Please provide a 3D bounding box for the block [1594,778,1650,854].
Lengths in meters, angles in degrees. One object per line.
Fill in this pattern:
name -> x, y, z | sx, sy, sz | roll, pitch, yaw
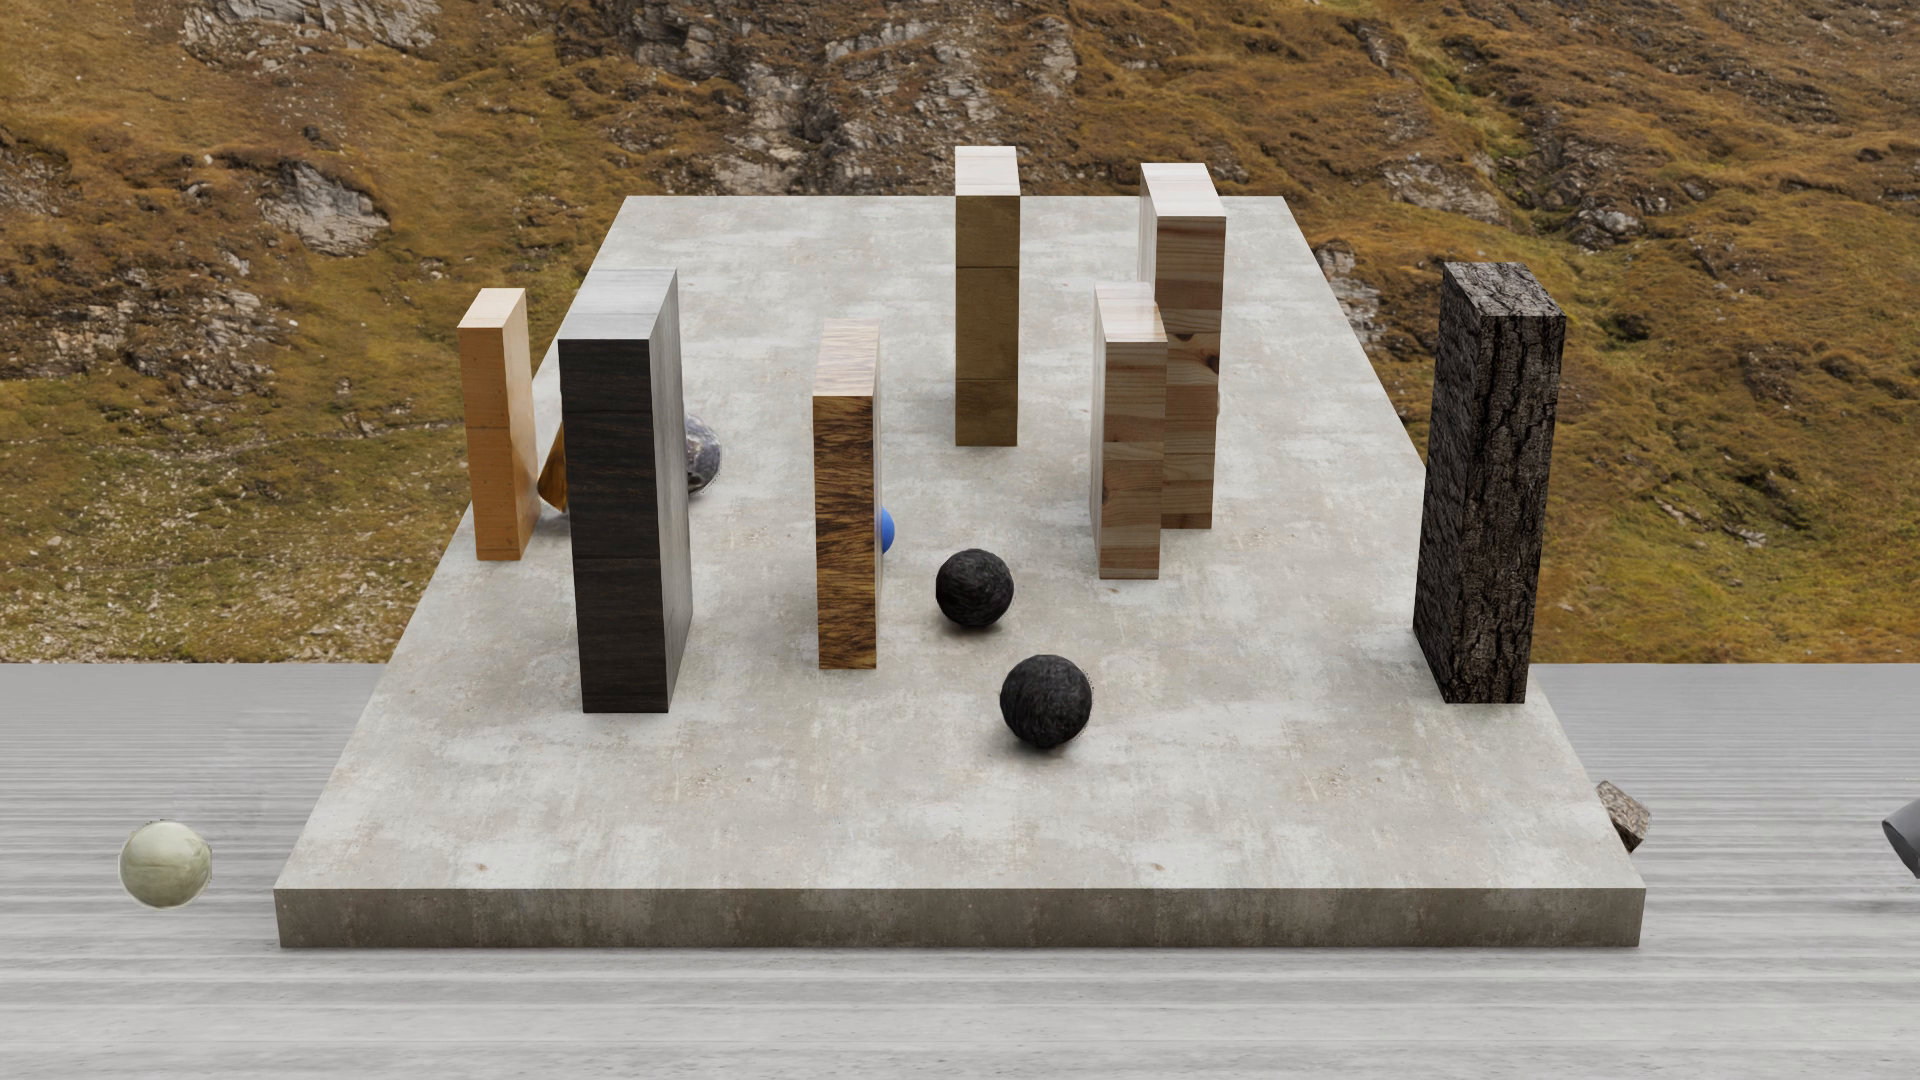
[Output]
block -> 1.270, 0.563, 4.537 | 0.109, 0.109, 0.109 | 37, 34, 5

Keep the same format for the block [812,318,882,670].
block -> -0.196, -0.090, 4.128 | 0.100, 0.504, 0.427 | 0, 23, 0

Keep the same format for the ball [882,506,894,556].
ball -> -0.184, -0.018, 4.454 | 0.117, 0.117, 0.117 | 0, -3, 0

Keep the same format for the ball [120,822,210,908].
ball -> -1.184, 0.484, 3.441 | 0.129, 0.129, 0.129 | 0, -3, 0

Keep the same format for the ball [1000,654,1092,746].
ball -> 0.140, 0.260, 3.756 | 0.150, 0.150, 0.150 | 0, -3, 0

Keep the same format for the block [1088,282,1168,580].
block -> 0.321, -0.217, 4.471 | 0.112, 0.473, 0.380 | 0, 23, 0

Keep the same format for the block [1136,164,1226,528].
block -> 0.437, -0.399, 4.687 | 0.131, 0.641, 0.418 | 0, 23, 0

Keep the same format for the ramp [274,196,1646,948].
ramp -> -0.007, -0.225, 5.225 | 2.000, 0.100, 4.000 | 0, 23, 0

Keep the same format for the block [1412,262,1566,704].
block -> 0.889, -0.097, 3.918 | 0.135, 0.685, 0.302 | 0, 23, 0

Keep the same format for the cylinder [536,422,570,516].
cylinder -> -0.711, -0.163, 4.601 | 0.204, 0.204, 0.204 | 22, 17, -7

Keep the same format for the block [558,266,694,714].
block -> -0.561, -0.091, 3.933 | 0.143, 0.657, 0.406 | 0, 23, 0

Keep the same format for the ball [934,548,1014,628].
ball -> 0.026, 0.087, 4.174 | 0.143, 0.143, 0.143 | 0, -3, 0

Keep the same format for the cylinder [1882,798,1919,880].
cylinder -> 1.662, 0.497, 3.923 | 0.130, 0.130, 0.130 | -33, -6, 3

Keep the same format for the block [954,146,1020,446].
block -> 0.057, -0.549, 5.144 | 0.135, 0.560, 0.441 | 0, 23, 0

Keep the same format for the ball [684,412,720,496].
ball -> -0.581, -0.176, 4.752 | 0.176, 0.176, 0.176 | 0, -3, 0

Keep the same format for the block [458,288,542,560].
block -> -0.891, -0.226, 4.488 | 0.084, 0.471, 0.248 | 0, 23, 0

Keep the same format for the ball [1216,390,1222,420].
ball -> 0.484, -0.298, 5.050 | 0.173, 0.173, 0.173 | 0, -3, 0
